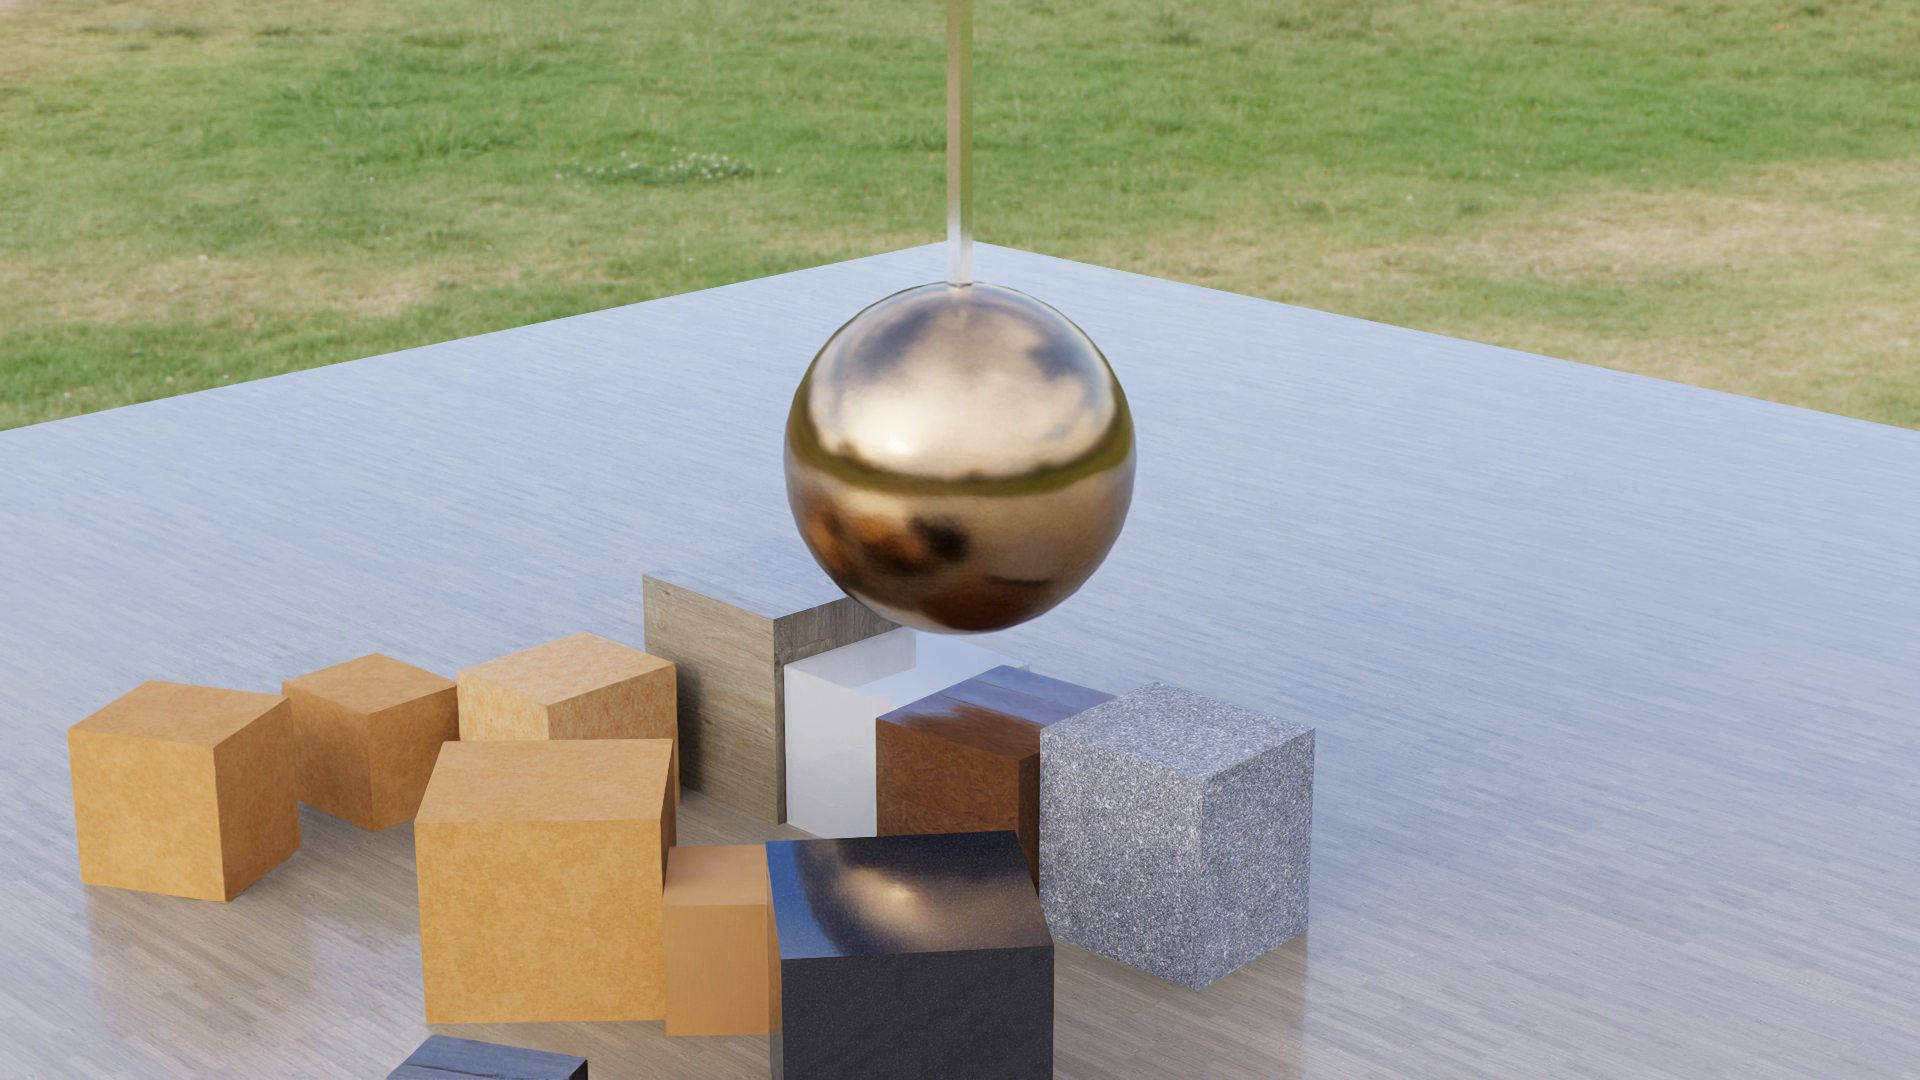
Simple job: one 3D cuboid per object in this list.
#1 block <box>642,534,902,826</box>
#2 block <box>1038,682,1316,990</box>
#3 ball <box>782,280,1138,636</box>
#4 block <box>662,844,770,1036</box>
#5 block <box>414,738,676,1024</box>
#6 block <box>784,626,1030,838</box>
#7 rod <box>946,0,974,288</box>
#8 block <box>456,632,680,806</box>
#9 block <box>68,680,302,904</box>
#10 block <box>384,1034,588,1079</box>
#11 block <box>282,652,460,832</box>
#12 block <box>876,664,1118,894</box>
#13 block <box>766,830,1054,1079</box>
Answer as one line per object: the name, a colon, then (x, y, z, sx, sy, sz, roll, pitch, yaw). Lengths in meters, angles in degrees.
block: (-0.886, 0.667, 14.489, 0.925, 1.040, 0.968, -17, 24, -42)
block: (0.936, 1.264, 12.736, 0.873, 0.951, 0.800, 15, 23, 39)
ball: (0.000, -0.368, 13.226, 1.600, 1.600, 1.600, 0, 17, 0)
block: (-0.946, 1.650, 12.133, 0.524, 0.577, 0.599, -1, 17, -2)
block: (-1.714, 1.420, 12.340, 0.985, 0.891, 0.895, -1, 17, -2)
block: (-0.250, 0.969, 13.922, 0.832, 0.803, 0.803, -17, 24, -42)
rod: (0.000, -3.612, 12.207, 0.080, 5.200, 0.080, -17, 24, -42)
block: (-1.877, 0.954, 14.090, 0.678, 0.731, 0.786, 16, 23, 41)
block: (-3.548, 1.144, 13.452, 0.742, 0.752, 0.674, 5, 18, 16)
block: (-1.721, 2.210, 10.278, 0.610, 0.621, 0.706, 5, 18, 17)
block: (-2.842, 0.974, 14.251, 0.672, 0.596, 0.567, 15, 23, 40)
block: (0.226, 1.166, 13.222, 0.811, 0.848, 0.905, 14, 22, 37)
block: (-0.210, 1.772, 11.106, 0.980, 0.960, 1.059, -2, 18, -6)
